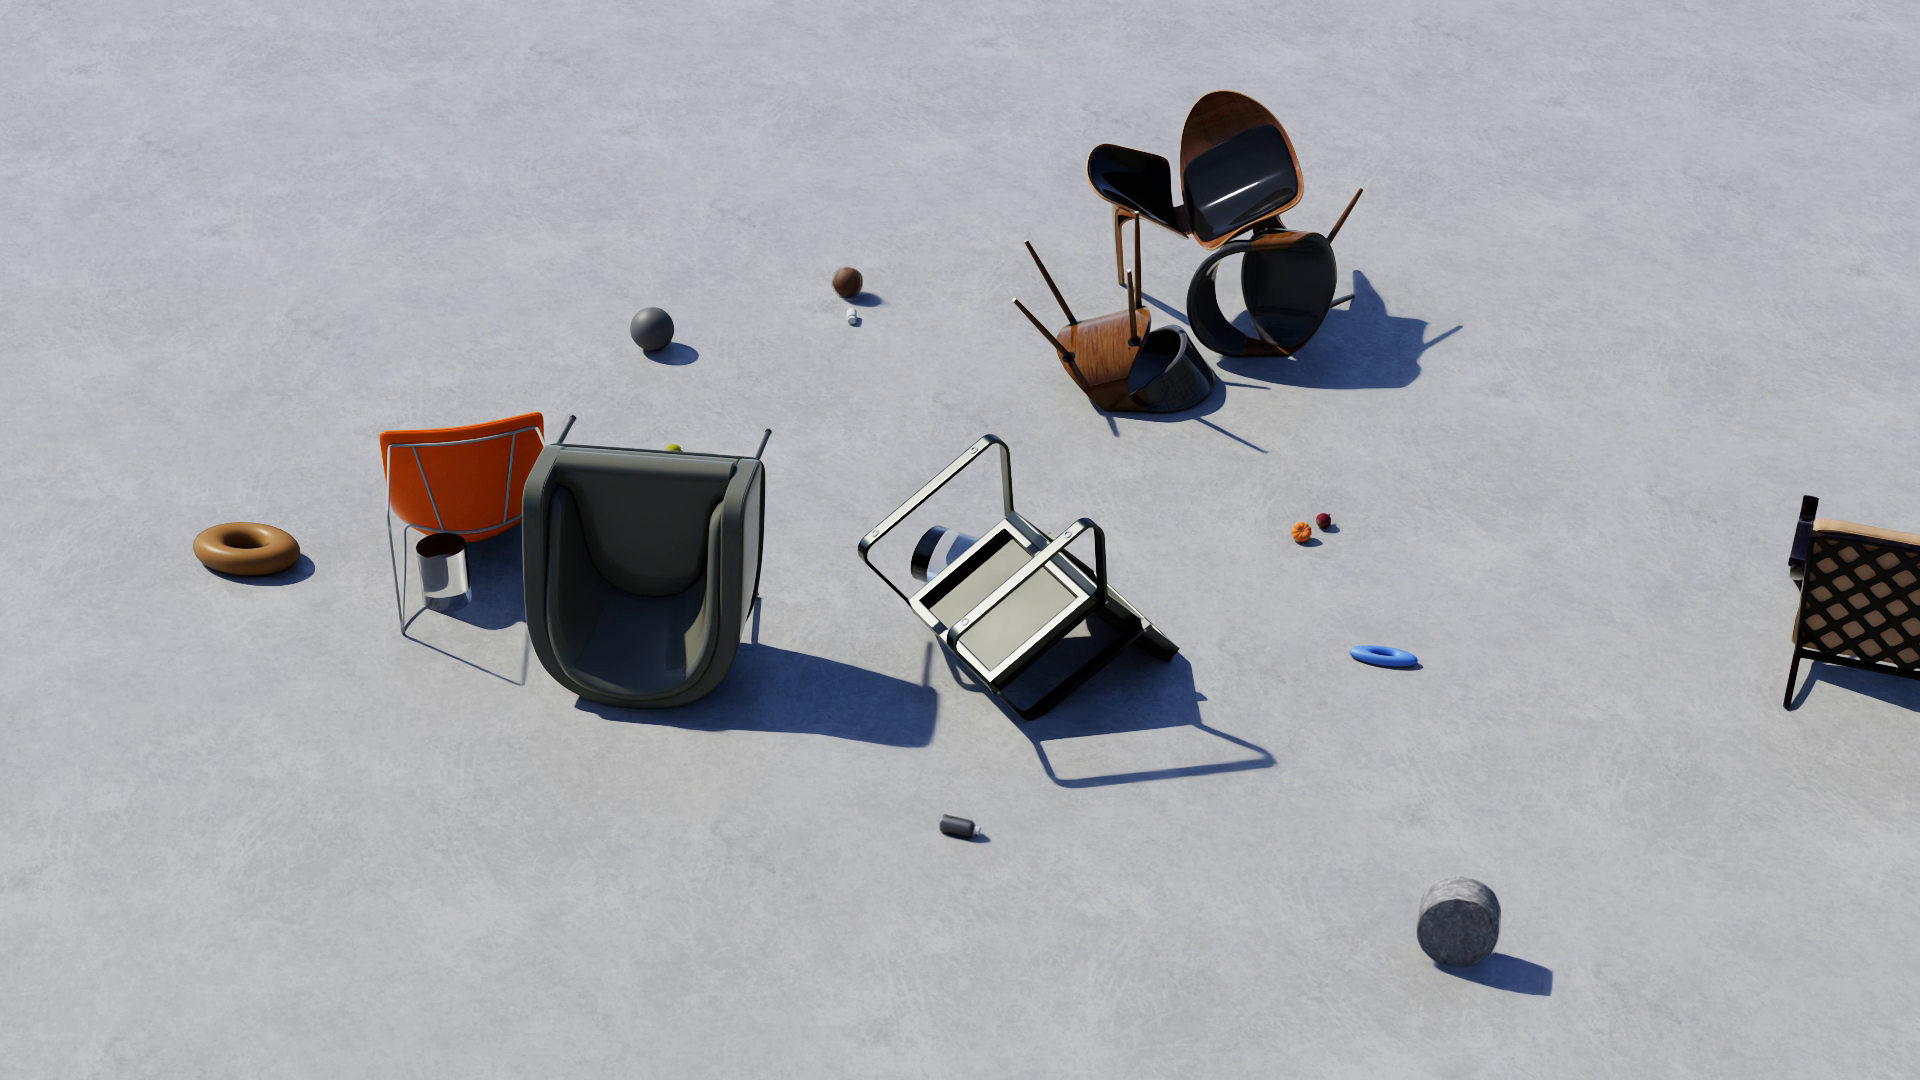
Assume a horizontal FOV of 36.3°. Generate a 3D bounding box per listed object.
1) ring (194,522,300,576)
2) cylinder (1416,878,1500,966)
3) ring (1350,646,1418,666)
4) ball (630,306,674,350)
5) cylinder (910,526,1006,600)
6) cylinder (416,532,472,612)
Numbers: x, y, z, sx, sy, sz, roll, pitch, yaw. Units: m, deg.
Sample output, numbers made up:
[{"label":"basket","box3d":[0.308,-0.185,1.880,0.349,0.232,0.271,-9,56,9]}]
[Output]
[{"label":"ring","box3d":[-2.628,0.033,10.802,0.413,0.104,0.266,8,33,13]},{"label":"cylinder","box3d":[1.519,1.164,8.936,0.243,0.268,0.106,18,35,2]},{"label":"ring","box3d":[1.487,0.407,10.292,0.242,0.039,0.086,8,33,13]},{"label":"ball","box3d":[-1.270,-0.871,12.101,0.182,0.182,0.182,0,33,0]},{"label":"cylinder","box3d":[-0.007,0.083,10.630,0.247,0.206,0.258,18,29,26]},{"label":"cylinder","box3d":[-1.858,0.116,10.559,0.178,0.230,0.169,-11,35,-16]}]
